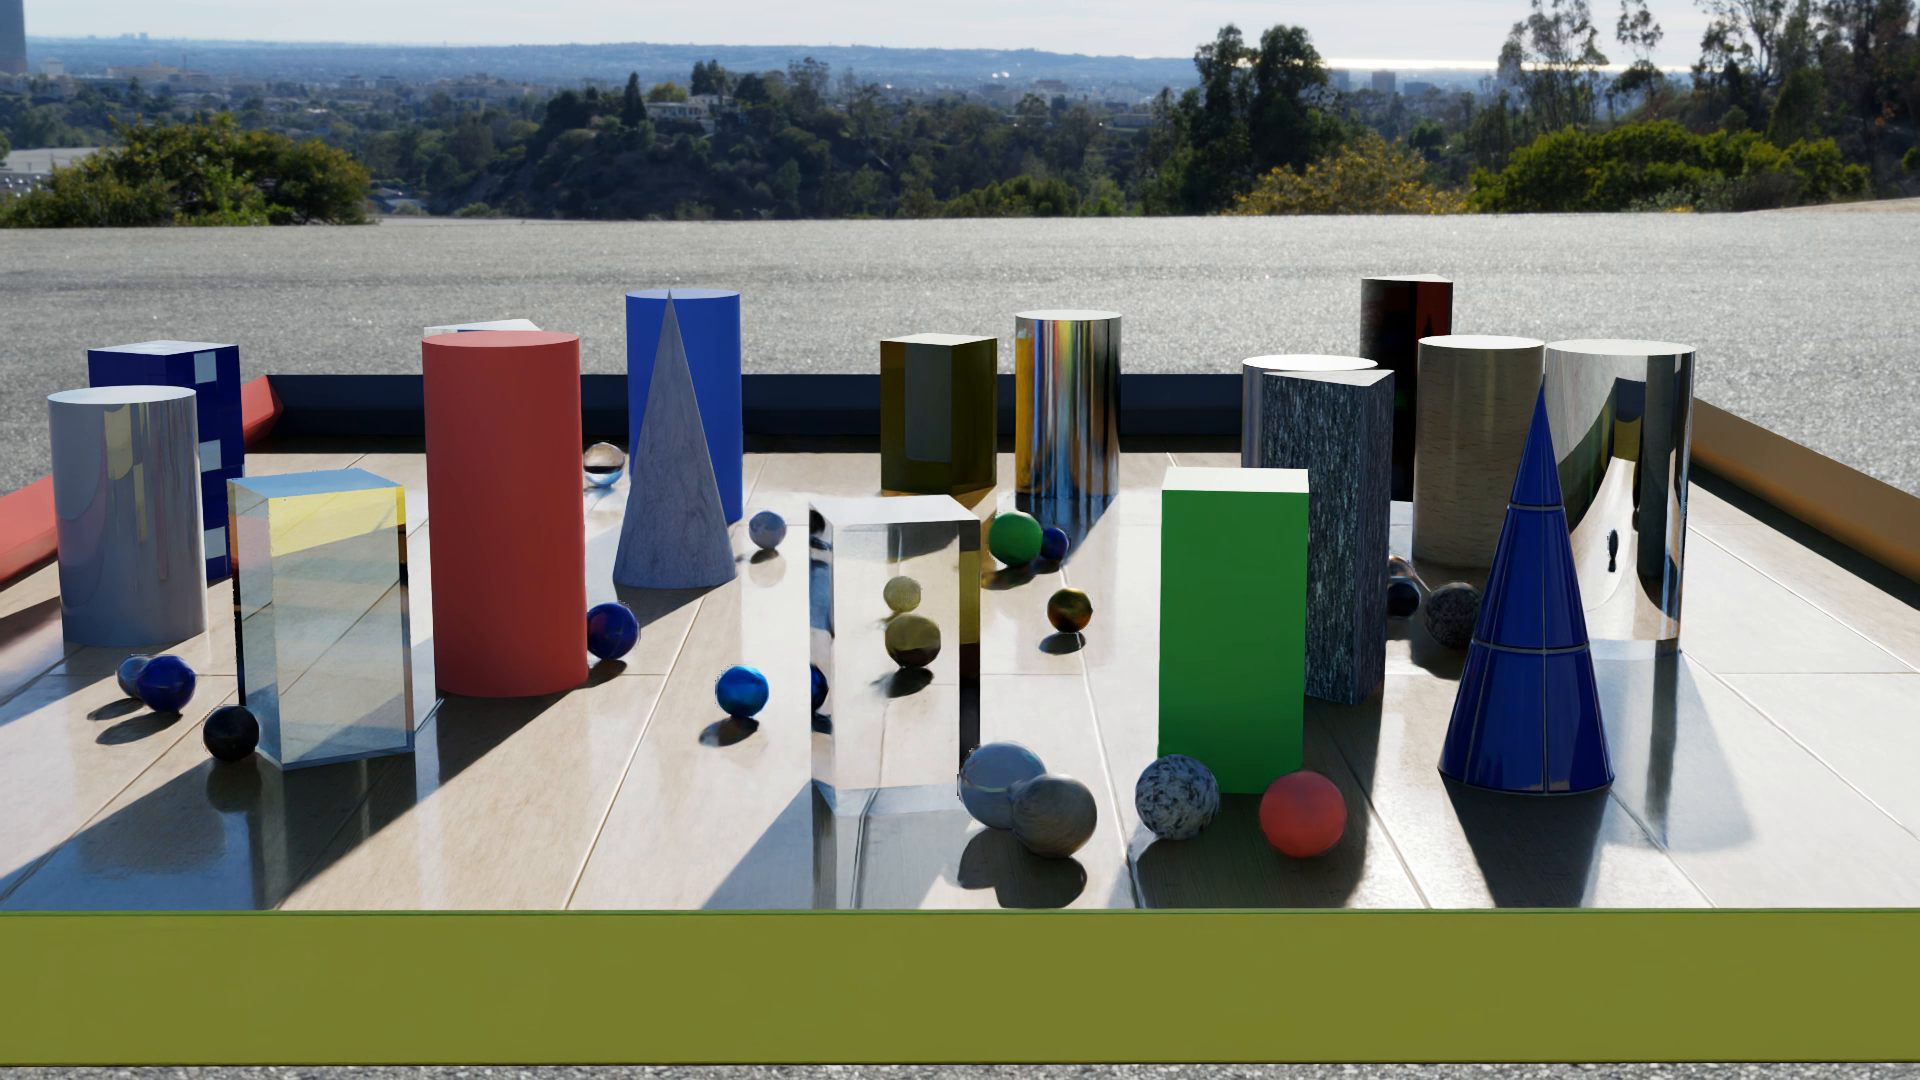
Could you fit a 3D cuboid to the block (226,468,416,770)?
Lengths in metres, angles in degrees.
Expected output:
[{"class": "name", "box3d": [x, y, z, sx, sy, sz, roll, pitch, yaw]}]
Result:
[{"class": "block", "box3d": [-0.680, 0.080, 2.729, 0.144, 0.286, 0.144, -7, 13, -32]}]

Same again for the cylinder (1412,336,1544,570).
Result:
[{"class": "cylinder", "box3d": [0.759, -0.131, 3.765, 0.180, 0.320, 0.180, 0, 11, 0]}]

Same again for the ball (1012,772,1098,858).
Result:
[{"class": "ball", "box3d": [0.087, 0.254, 2.366, 0.079, 0.079, 0.079, 0, 11, 0]}]

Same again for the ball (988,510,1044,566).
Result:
[{"class": "ball", "box3d": [0.081, -0.002, 3.724, 0.081, 0.081, 0.081, 0, 11, 0]}]

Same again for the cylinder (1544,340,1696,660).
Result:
[{"class": "cylinder", "box3d": [0.815, -0.054, 3.202, 0.180, 0.375, 0.180, 0, 11, 0]}]

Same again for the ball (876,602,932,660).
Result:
[{"class": "ball", "box3d": [-0.068, 0.111, 3.150, 0.069, 0.069, 0.069, 0, 11, 0]}]

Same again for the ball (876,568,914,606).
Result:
[{"class": "ball", "box3d": [-0.088, 0.063, 3.459, 0.052, 0.052, 0.052, 0, 11, 0]}]

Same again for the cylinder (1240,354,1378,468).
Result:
[{"class": "cylinder", "box3d": [0.472, -0.081, 3.488, 0.180, 0.323, 0.180, 0, 11, 0]}]

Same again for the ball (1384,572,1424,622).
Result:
[{"class": "ball", "box3d": [0.575, 0.076, 3.369, 0.065, 0.065, 0.065, 0, 11, 0]}]

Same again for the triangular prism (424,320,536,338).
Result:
[{"class": "triangular prism", "box3d": [-0.581, -0.081, 3.297, 0.156, 0.394, 0.135, 3, 11, 13]}]

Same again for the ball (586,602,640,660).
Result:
[{"class": "ball", "box3d": [-0.429, 0.112, 3.144, 0.072, 0.072, 0.072, 0, 11, 0]}]

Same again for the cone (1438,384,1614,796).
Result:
[{"class": "cone", "box3d": [0.585, 0.041, 2.619, 0.180, 0.404, 0.180, 0, 11, 0]}]

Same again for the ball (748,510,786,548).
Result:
[{"class": "ball", "box3d": [-0.289, -0.016, 3.857, 0.058, 0.058, 0.058, 0, 11, 0]}]

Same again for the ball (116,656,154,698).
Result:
[{"class": "ball", "box3d": [-0.946, 0.158, 2.957, 0.049, 0.049, 0.049, 0, 11, 0]}]

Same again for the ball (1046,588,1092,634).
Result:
[{"class": "ball", "box3d": [0.140, 0.090, 3.292, 0.059, 0.059, 0.059, 0, 11, 0]}]

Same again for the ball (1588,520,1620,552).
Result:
[{"class": "ball", "box3d": [0.963, -0.006, 3.837, 0.047, 0.047, 0.047, 0, 11, 0]}]

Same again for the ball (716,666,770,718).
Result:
[{"class": "ball", "box3d": [-0.243, 0.170, 2.868, 0.059, 0.059, 0.059, 0, 11, 0]}]

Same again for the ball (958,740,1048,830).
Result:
[{"class": "ball", "box3d": [0.042, 0.234, 2.453, 0.086, 0.086, 0.086, 0, 11, 0]}]

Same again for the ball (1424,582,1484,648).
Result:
[{"class": "ball", "box3d": [0.622, 0.094, 3.206, 0.083, 0.083, 0.083, 0, 11, 0]}]

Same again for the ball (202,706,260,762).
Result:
[{"class": "ball", "box3d": [-0.765, 0.203, 2.691, 0.058, 0.058, 0.058, 0, 11, 0]}]

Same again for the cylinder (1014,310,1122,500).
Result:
[{"class": "cylinder", "box3d": [0.183, -0.233, 4.357, 0.180, 0.300, 0.180, 0, 11, 0]}]

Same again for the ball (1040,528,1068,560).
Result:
[{"class": "ball", "box3d": [0.135, 0.006, 3.768, 0.049, 0.049, 0.049, 0, 11, 0]}]

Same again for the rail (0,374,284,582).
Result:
[{"class": "rail", "box3d": [-1.326, 0.031, 3.442, 0.045, 0.117, 3.214, 0, 11, 0]}]

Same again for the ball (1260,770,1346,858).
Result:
[{"class": "ball", "box3d": [0.317, 0.253, 2.369, 0.080, 0.080, 0.080, 0, 11, 0]}]

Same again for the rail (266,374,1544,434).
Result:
[{"class": "rail", "box3d": [-0.009, -0.262, 5.006, 2.698, 0.117, 0.045, 0, 11, 0]}]

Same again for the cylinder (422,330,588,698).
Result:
[{"class": "cylinder", "box3d": [-0.533, -0.034, 3.014, 0.180, 0.406, 0.180, 0, 11, 0]}]

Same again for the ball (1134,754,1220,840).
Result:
[{"class": "ball", "box3d": [0.205, 0.243, 2.421, 0.080, 0.080, 0.080, 0, 11, 0]}]

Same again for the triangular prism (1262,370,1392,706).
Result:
[{"class": "triangular prism", "box3d": [0.453, -0.010, 2.992, 0.135, 0.367, 0.156, -9, 14, -39]}]

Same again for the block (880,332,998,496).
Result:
[{"class": "block", "box3d": [-0.036, -0.216, 4.391, 0.144, 0.256, 0.144, 7, 13, 32]}]

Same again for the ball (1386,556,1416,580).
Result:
[{"class": "ball", "box3d": [0.575, 0.056, 3.440, 0.071, 0.071, 0.071, 0, 11, 0]}]

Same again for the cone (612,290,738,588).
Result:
[{"class": "cone", "box3d": [-0.406, -0.151, 3.622, 0.180, 0.411, 0.180, 0, 11, 0]}]

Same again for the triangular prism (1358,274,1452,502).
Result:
[{"class": "triangular prism", "box3d": [0.765, -0.257, 4.303, 0.156, 0.368, 0.135, 6, 12, 29]}]

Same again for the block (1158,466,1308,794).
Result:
[{"class": "block", "box3d": [0.279, 0.090, 2.620, 0.144, 0.308, 0.144, 1, 11, 7]}]

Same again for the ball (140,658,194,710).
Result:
[{"class": "ball", "box3d": [-0.893, 0.162, 2.890, 0.059, 0.059, 0.059, 0, 11, 0]}]

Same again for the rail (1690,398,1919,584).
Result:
[{"class": "rail", "box3d": [1.326, 0.029, 3.457, 0.045, 0.117, 3.214, 0, 11, 0]}]

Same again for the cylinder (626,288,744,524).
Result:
[{"class": "cylinder", "box3d": [-0.439, -0.213, 4.094, 0.180, 0.360, 0.180, 0, 11, 0]}]

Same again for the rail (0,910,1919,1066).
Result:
[{"class": "rail", "box3d": [0.009, 0.322, 1.894, 2.698, 0.117, 0.045, 0, 11, 0]}]

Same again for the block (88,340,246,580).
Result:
[{"class": "block", "box3d": [-1.121, -0.111, 3.641, 0.144, 0.326, 0.144, 5, 12, 27]}]

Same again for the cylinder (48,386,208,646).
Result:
[{"class": "cylinder", "box3d": [-1.062, -0.034, 3.280, 0.180, 0.307, 0.180, 0, 11, 0]}]

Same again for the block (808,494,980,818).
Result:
[{"class": "block", "box3d": [-0.066, 0.112, 2.554, 0.144, 0.289, 0.144, -2, 11, -13]}]

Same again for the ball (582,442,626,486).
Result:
[{"class": "ball", "box3d": [-0.614, -0.130, 4.417, 0.076, 0.076, 0.076, 0, 11, 0]}]
